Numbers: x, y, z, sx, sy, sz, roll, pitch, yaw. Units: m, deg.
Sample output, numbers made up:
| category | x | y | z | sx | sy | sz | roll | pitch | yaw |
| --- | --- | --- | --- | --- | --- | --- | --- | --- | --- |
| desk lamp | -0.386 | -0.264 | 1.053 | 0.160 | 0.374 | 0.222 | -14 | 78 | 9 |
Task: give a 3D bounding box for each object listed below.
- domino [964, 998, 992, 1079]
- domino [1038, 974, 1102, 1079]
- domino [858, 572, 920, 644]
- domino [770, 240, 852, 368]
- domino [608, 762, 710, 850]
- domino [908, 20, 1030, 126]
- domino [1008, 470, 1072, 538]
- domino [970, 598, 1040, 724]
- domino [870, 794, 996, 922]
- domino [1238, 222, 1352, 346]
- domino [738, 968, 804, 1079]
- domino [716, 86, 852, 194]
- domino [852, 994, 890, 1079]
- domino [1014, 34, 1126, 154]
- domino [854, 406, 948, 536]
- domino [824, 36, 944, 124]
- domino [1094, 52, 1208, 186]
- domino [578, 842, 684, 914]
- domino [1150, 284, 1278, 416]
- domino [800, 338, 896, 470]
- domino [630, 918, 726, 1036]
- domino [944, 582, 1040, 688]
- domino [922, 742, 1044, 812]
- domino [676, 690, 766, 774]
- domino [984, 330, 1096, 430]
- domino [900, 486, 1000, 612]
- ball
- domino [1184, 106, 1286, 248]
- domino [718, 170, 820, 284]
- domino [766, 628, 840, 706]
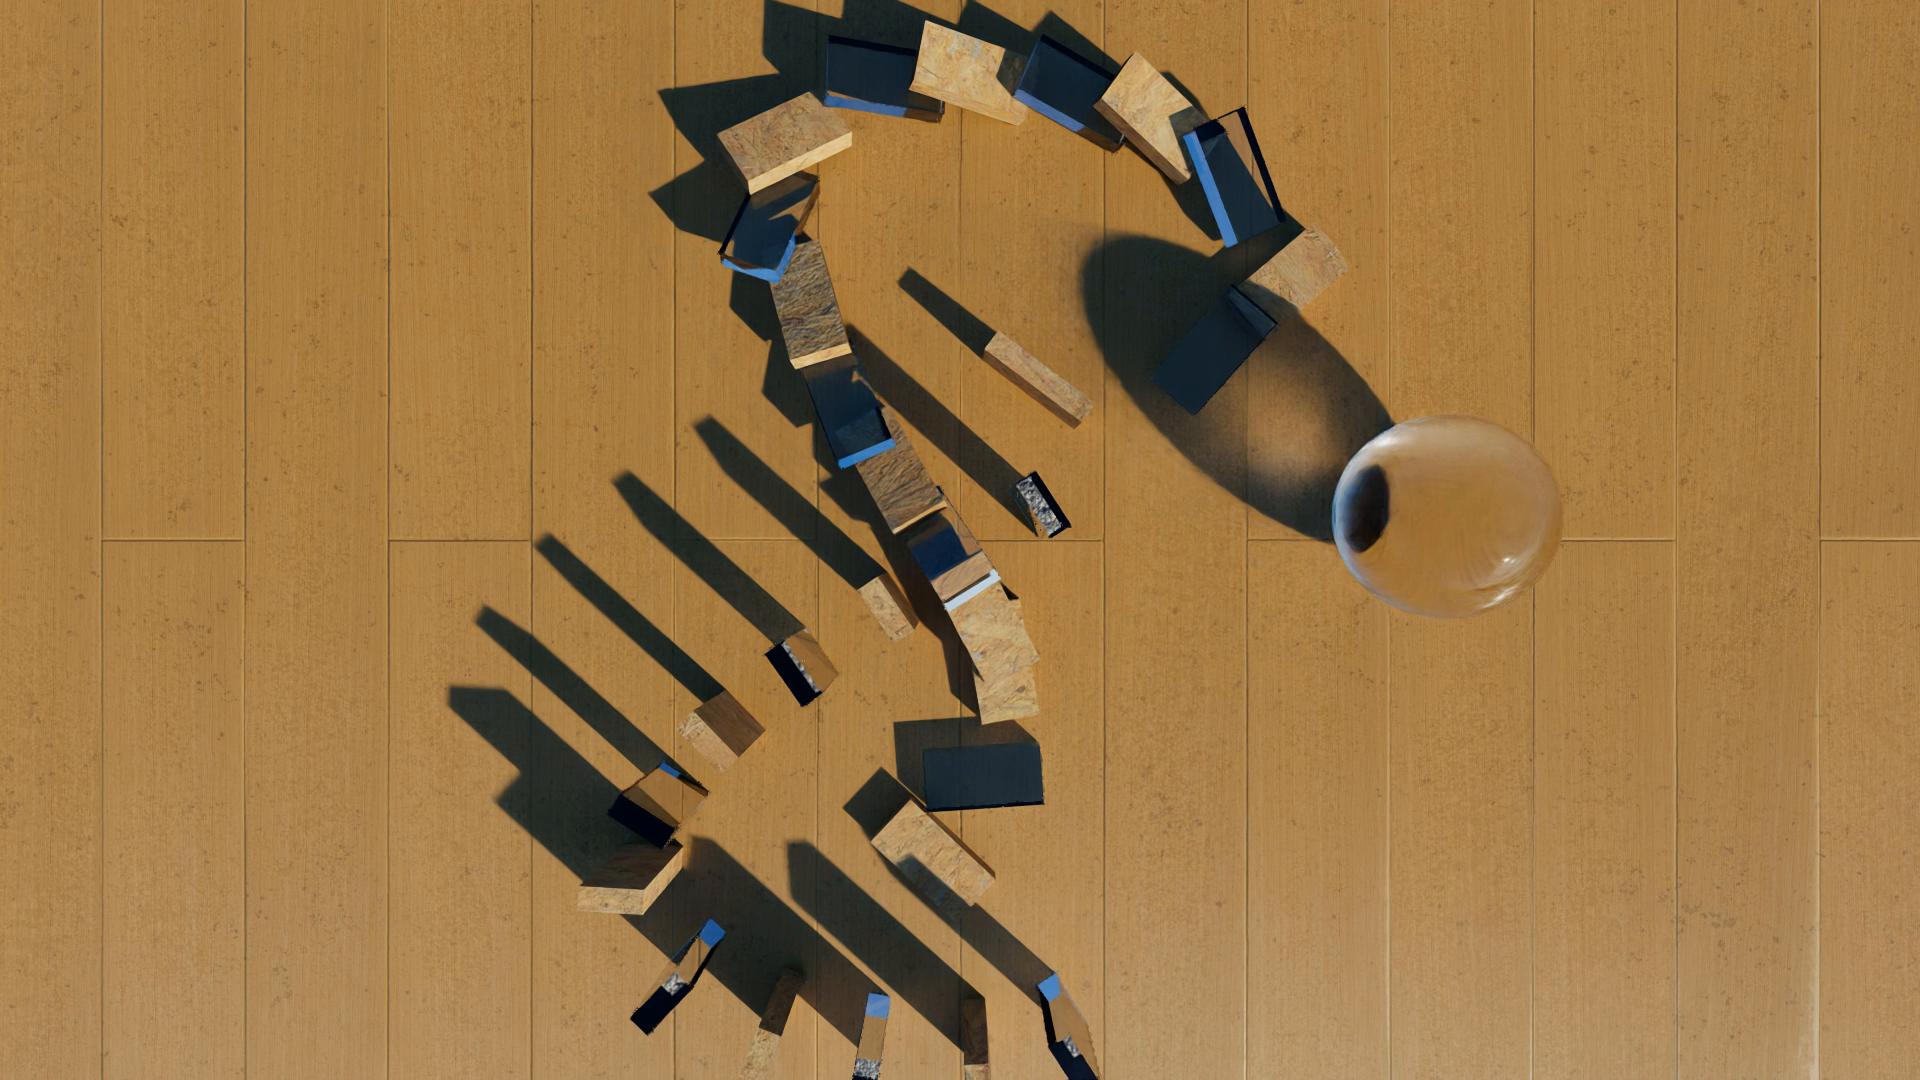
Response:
| category | x | y | z | sx | sy | sz | roll | pitch | yaw |
| --- | --- | --- | --- | --- | --- | --- | --- | --- | --- |
| domino | 0.007 | 0.213 | 0.375 | 0.010 | 0.050 | 0.025 | -5 | 90 | 0 |
| domino | 0.045 | 0.202 | 0.375 | 0.010 | 0.050 | 0.025 | -33 | 90 | 0 |
| domino | -0.028 | 0.027 | 0.375 | 0.010 | 0.050 | 0.025 | -34 | 90 | 0 |
| domino | -0.065 | -0.100 | 0.390 | 0.025 | 0.010 | 0.050 | -17 | 77 | 0 |
| domino | -0.122 | 0.108 | 0.375 | 0.025 | 0.050 | 0.009 | 33 | 90 | 0 |
| domino | 0.006 | -0.197 | 0.389 | 0.050 | 0.010 | 0.025 | 11 | 90 | -16 |
| domino | 0.032 | -0.014 | 0.375 | 0.009 | 0.050 | 0.025 | -33 | 90 | 0 |
| domino | 0.017 | 0.052 | 0.395 | 0.025 | 0.009 | 0.050 | -10 | 90 | 0 |
| domino | -0.011 | 0.137 | 0.395 | 0.050 | 0.010 | 0.025 | 43 | 90 | 0 |
| domino | 0.140 | -0.110 | 0.395 | 0.050 | 0.009 | 0.025 | -40 | 90 | 0 |
| domino | -0.077 | 0.200 | 0.375 | 0.009 | 0.050 | 0.025 | 21 | 90 | 0 |
| domino | -0.074 | -0.169 | 0.388 | 0.050 | 0.010 | 0.025 | -32 | 83 | -14 |
| domino | -0.037 | 0.211 | 0.375 | 0.010 | 0.050 | 0.025 | 10 | 90 | 0 |
| domino | 0.051 | -0.189 | 0.390 | 0.050 | 0.010 | 0.025 | 23 | 90 | -13 |
| domino | -0.029 | -0.029 | 0.388 | 0.025 | 0.009 | 0.050 | -30 | 73 | 0 |
| domino | -0.031 | -0.196 | 0.390 | 0.050 | 0.010 | 0.025 | 3 | 90 | -13 |
| domino | 0.084 | -0.178 | 0.388 | 0.050 | 0.010 | 0.025 | 36 | 87 | -15 |
| domino | -0.133 | 0.138 | 0.375 | 0.025 | 0.050 | 0.009 | 3 | 90 | 0 |
| domino | 0.107 | -0.080 | 0.390 | 0.025 | 0.010 | 0.050 | 41 | 102 | 2 |
| domino | -0.048 | -0.058 | 0.388 | 0.025 | 0.010 | 0.050 | -23 | 73 | 0 |
| domino | -0.114 | 0.177 | 0.375 | 0.010 | 0.050 | 0.025 | 44 | 90 | 0 |
| domino | 0.011 | 0.034 | 0.386 | 0.025 | 0.010 | 0.050 | -28 | 90 | 0 |
| domino | 0.010 | 0.102 | 0.395 | 0.050 | 0.010 | 0.025 | -4 | 90 | 0 |
| domino | -0.097 | 0.077 | 0.375 | 0.009 | 0.050 | 0.025 | -44 | 90 | 0 |
| domino | 0.033 | -0.067 | 0.388 | 0.050 | 0.025 | 0.010 | 37 | 90 | 0 |
| domino | -0.007 | 0.003 | 0.382 | 0.025 | 0.010 | 0.050 | -33 | 57 | -2 |
| ball | 0.189 | -0.009 | 0.360 | 0.080 | 0.080 | 0.080 | 0 | 90 | 0 |
| domino | 0.117 | -0.153 | 0.389 | 0.025 | 0.010 | 0.050 | -27 | 100 | -10 |
| domino | -0.080 | -0.135 | 0.388 | 0.025 | 0.009 | 0.050 | 19 | 72 | 0 |
| domino | -0.064 | 0.051 | 0.375 | 0.010 | 0.050 | 0.025 | -35 | 90 | 0 |
